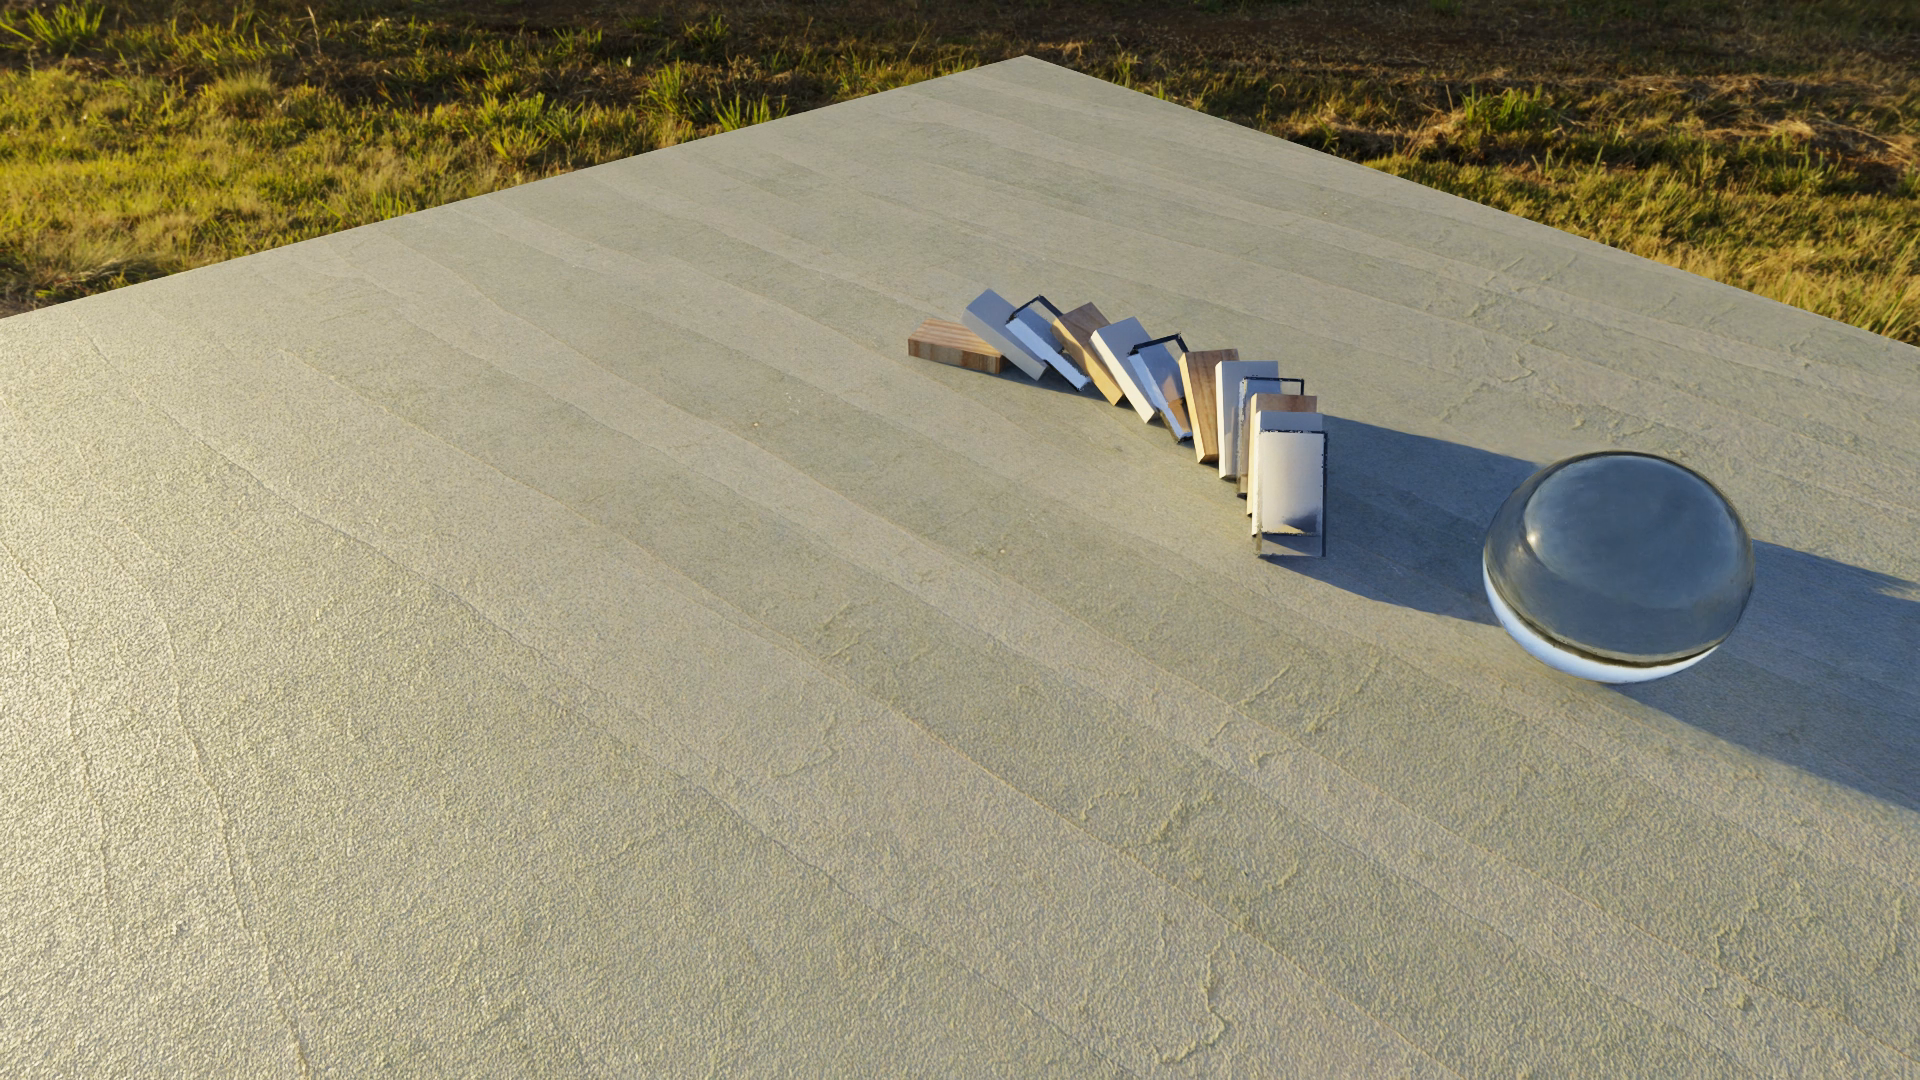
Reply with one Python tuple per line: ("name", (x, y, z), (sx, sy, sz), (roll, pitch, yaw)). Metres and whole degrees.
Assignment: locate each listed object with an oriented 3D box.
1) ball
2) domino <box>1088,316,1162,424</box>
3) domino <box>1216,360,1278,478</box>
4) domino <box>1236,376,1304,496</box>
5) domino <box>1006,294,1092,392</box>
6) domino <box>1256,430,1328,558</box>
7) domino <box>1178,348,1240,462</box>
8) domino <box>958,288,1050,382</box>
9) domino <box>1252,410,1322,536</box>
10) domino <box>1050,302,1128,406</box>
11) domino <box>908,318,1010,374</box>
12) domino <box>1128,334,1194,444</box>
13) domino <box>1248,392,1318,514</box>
("ball", (0.223, 0.009, 0.377), (0.080, 0.080, 0.080), (0, 39, 0))
("domino", (0.086, -0.082, 0.526), (0.025, 0.010, 0.050), (-24, 72, -27))
("domino", (0.127, -0.053, 0.482), (0.025, 0.050, 0.009), (-1, -5, -1))
("domino", (0.133, -0.044, 0.471), (0.025, 0.050, 0.009), (3, -5, 3))
("domino", (0.049, -0.098, 0.548), (0.050, 0.010, 0.025), (44, 52, 9))
("domino", (0.133, -0.018, 0.440), (0.025, 0.050, 0.009), (2, -5, 3))
("domino", (0.117, -0.061, 0.497), (0.025, 0.010, 0.050), (-5, 73, -6))
("domino", (0.027, -0.104, 0.554), (0.050, 0.010, 0.025), (38, 47, 4))
("domino", (0.134, -0.027, 0.450), (0.025, 0.050, 0.009), (3, -5, 3))
("domino", (0.070, -0.091, 0.538), (0.025, 0.010, 0.050), (-31, 76, -32))
("domino", (0.001, -0.100, 0.566), (0.050, 0.010, 0.025), (15, 42, 17))
("domino", (0.102, -0.071, 0.513), (0.025, 0.009, 0.050), (-17, 69, -20))
("domino", (0.135, -0.035, 0.460), (0.025, 0.050, 0.010), (3, -5, 3))
